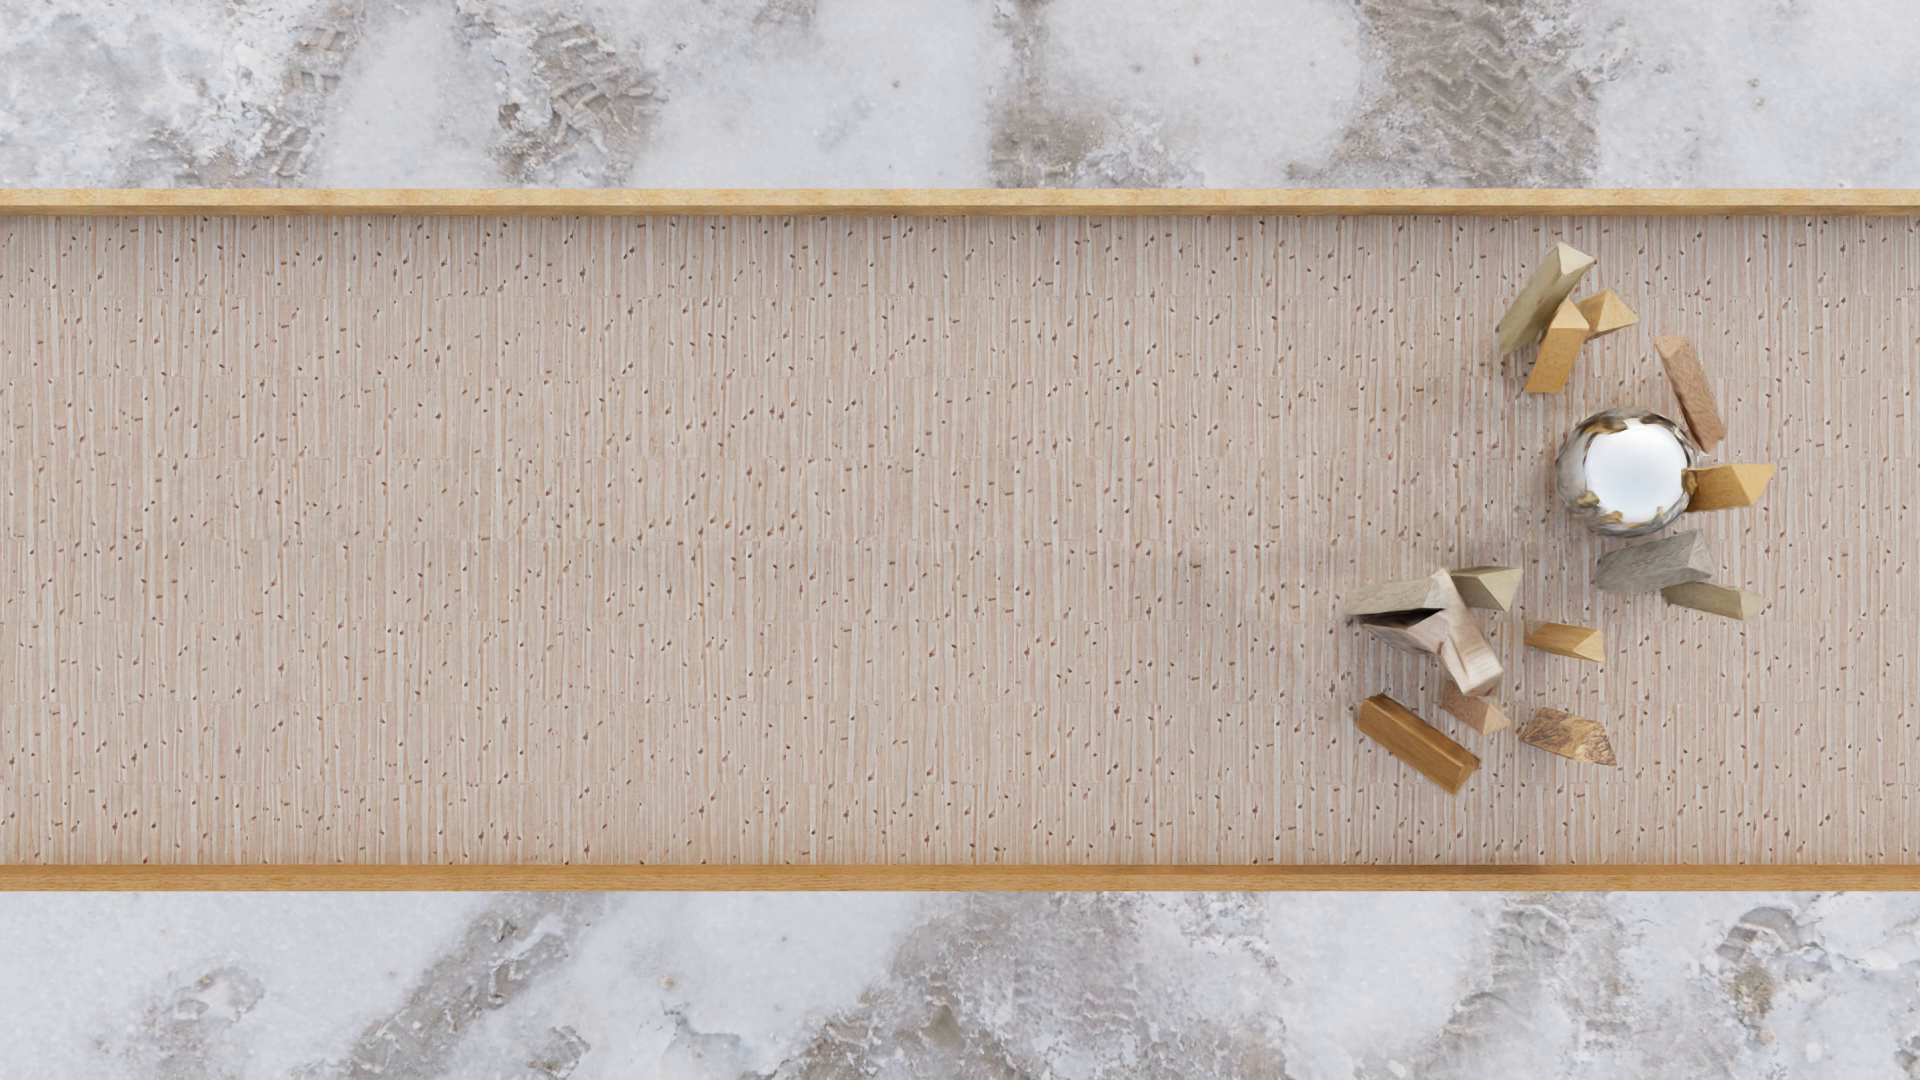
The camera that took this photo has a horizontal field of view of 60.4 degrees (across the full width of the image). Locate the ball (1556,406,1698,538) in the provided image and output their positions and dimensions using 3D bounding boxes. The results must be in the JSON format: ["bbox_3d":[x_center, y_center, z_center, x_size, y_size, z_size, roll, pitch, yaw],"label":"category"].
[{"bbox_3d":[1.971,-0.200,4.882,0.390,0.390,0.390,0,90,0],"label":"ball"}]

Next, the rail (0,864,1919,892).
[{"bbox_3d":[-2.247,1.025,5.001,12.000,0.150,0.050,0,90,0],"label":"rail"}]

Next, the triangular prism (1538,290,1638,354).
[{"bbox_3d":[1.838,-0.649,4.872,0.125,0.403,0.108,-14,88,-5],"label":"triangular prism"}]

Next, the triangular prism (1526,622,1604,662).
[{"bbox_3d":[1.797,0.292,4.875,0.097,0.404,0.084,21,90,0],"label":"triangular prism"}]

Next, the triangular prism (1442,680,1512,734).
[{"bbox_3d":[1.518,0.484,4.892,0.089,0.362,0.077,-19,97,0],"label":"triangular prism"}]

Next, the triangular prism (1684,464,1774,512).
[{"bbox_3d":[2.250,-0.175,4.877,0.113,0.388,0.131,-28,91,-6],"label":"triangular prism"}]

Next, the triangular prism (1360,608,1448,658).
[{"bbox_3d":[1.343,0.247,4.906,0.142,0.334,0.123,33,85,-8],"label":"triangular prism"}]

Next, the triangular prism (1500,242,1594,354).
[{"bbox_3d":[1.702,-0.718,4.863,0.112,0.436,0.097,-25,70,-16],"label":"triangular prism"}]

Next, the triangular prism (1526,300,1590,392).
[{"bbox_3d":[1.764,-0.571,4.888,0.107,0.375,0.093,2,66,8],"label":"triangular prism"}]

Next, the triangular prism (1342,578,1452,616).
[{"bbox_3d":[1.284,0.171,4.879,0.098,0.397,0.085,2,83,-22],"label":"triangular prism"}]

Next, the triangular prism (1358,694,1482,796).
[{"bbox_3d":[1.359,0.591,4.922,0.355,0.116,0.134,37,85,34],"label":"triangular prism"}]

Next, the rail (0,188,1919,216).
[{"bbox_3d":[-2.247,-1.025,5.002,12.000,0.150,0.050,0,90,0],"label":"rail"}]

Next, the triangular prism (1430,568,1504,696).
[{"bbox_3d":[1.489,0.269,4.894,0.132,0.114,0.387,5,48,-29],"label":"triangular prism"}]

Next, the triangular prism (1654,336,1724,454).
[{"bbox_3d":[2.157,-0.422,4.880,0.094,0.445,0.081,-5,51,37],"label":"triangular prism"}]

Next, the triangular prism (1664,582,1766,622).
[{"bbox_3d":[2.198,0.154,4.852,0.088,0.443,0.076,-40,96,0],"label":"triangular prism"}]

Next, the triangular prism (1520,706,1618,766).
[{"bbox_3d":[1.792,0.569,4.857,0.132,0.439,0.114,9,90,0],"label":"triangular prism"}]

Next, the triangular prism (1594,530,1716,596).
[{"bbox_3d":[2.071,0.064,4.931,0.142,0.313,0.123,15,69,-31],"label":"triangular prism"}]

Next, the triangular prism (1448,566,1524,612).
[{"bbox_3d":[1.565,0.118,4.894,0.113,0.365,0.130,-39,90,0],"label":"triangular prism"}]
